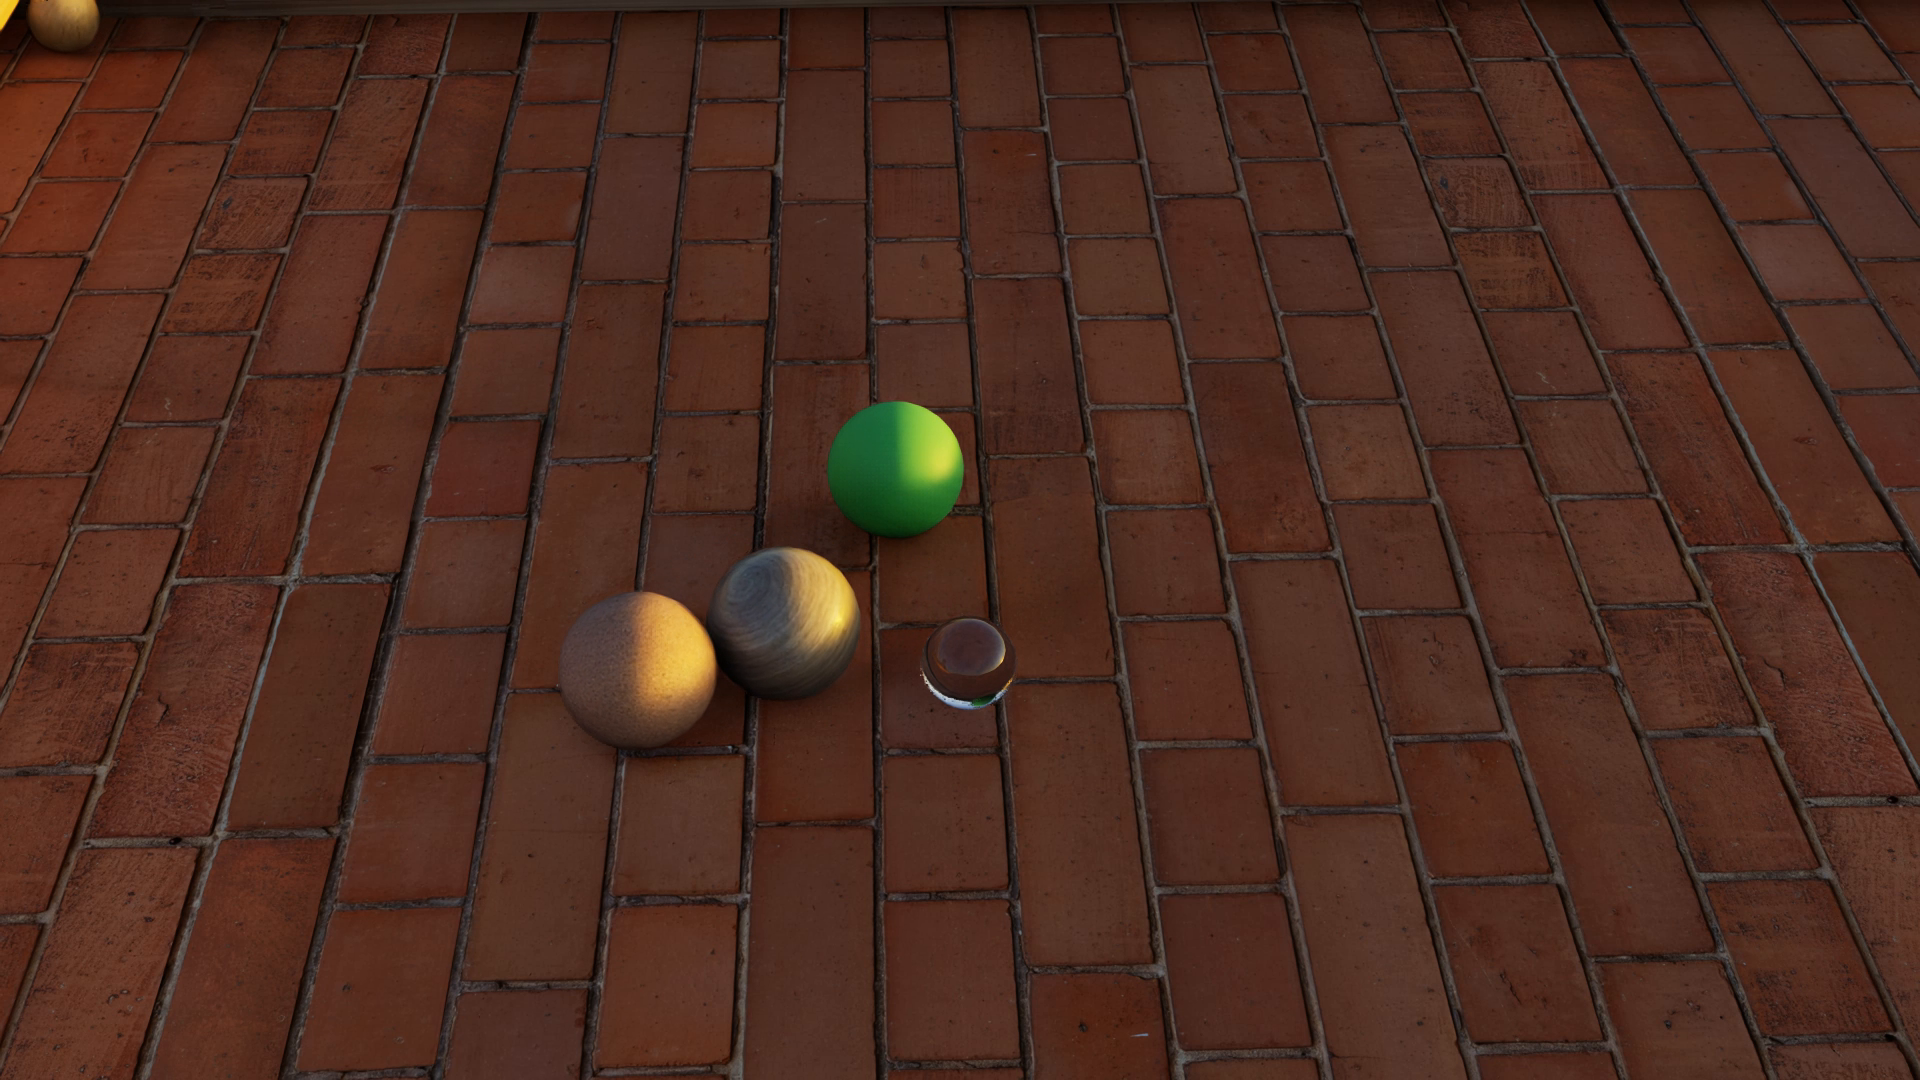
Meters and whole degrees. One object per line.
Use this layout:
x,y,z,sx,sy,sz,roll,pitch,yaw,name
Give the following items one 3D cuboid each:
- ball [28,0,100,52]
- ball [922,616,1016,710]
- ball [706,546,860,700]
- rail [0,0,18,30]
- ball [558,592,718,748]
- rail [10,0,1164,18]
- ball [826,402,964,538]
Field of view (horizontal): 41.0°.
-0.808,-0.471,2.314,0.062,0.062,0.062,0,36,0,ball
0.005,0.075,1.564,0.057,0.057,0.057,0,36,0,ball
-0.108,0.051,1.567,0.094,0.094,0.094,0,36,0,ball
-0.829,-0.001,1.613,0.045,0.122,1.821,-1,36,-2,rail
-0.192,0.077,1.530,0.094,0.094,0.094,0,36,0,ball
0.822,-0.556,2.378,3.414,0.122,0.045,-1,36,-2,rail
-0.043,-0.047,1.703,0.091,0.091,0.091,0,36,0,ball
